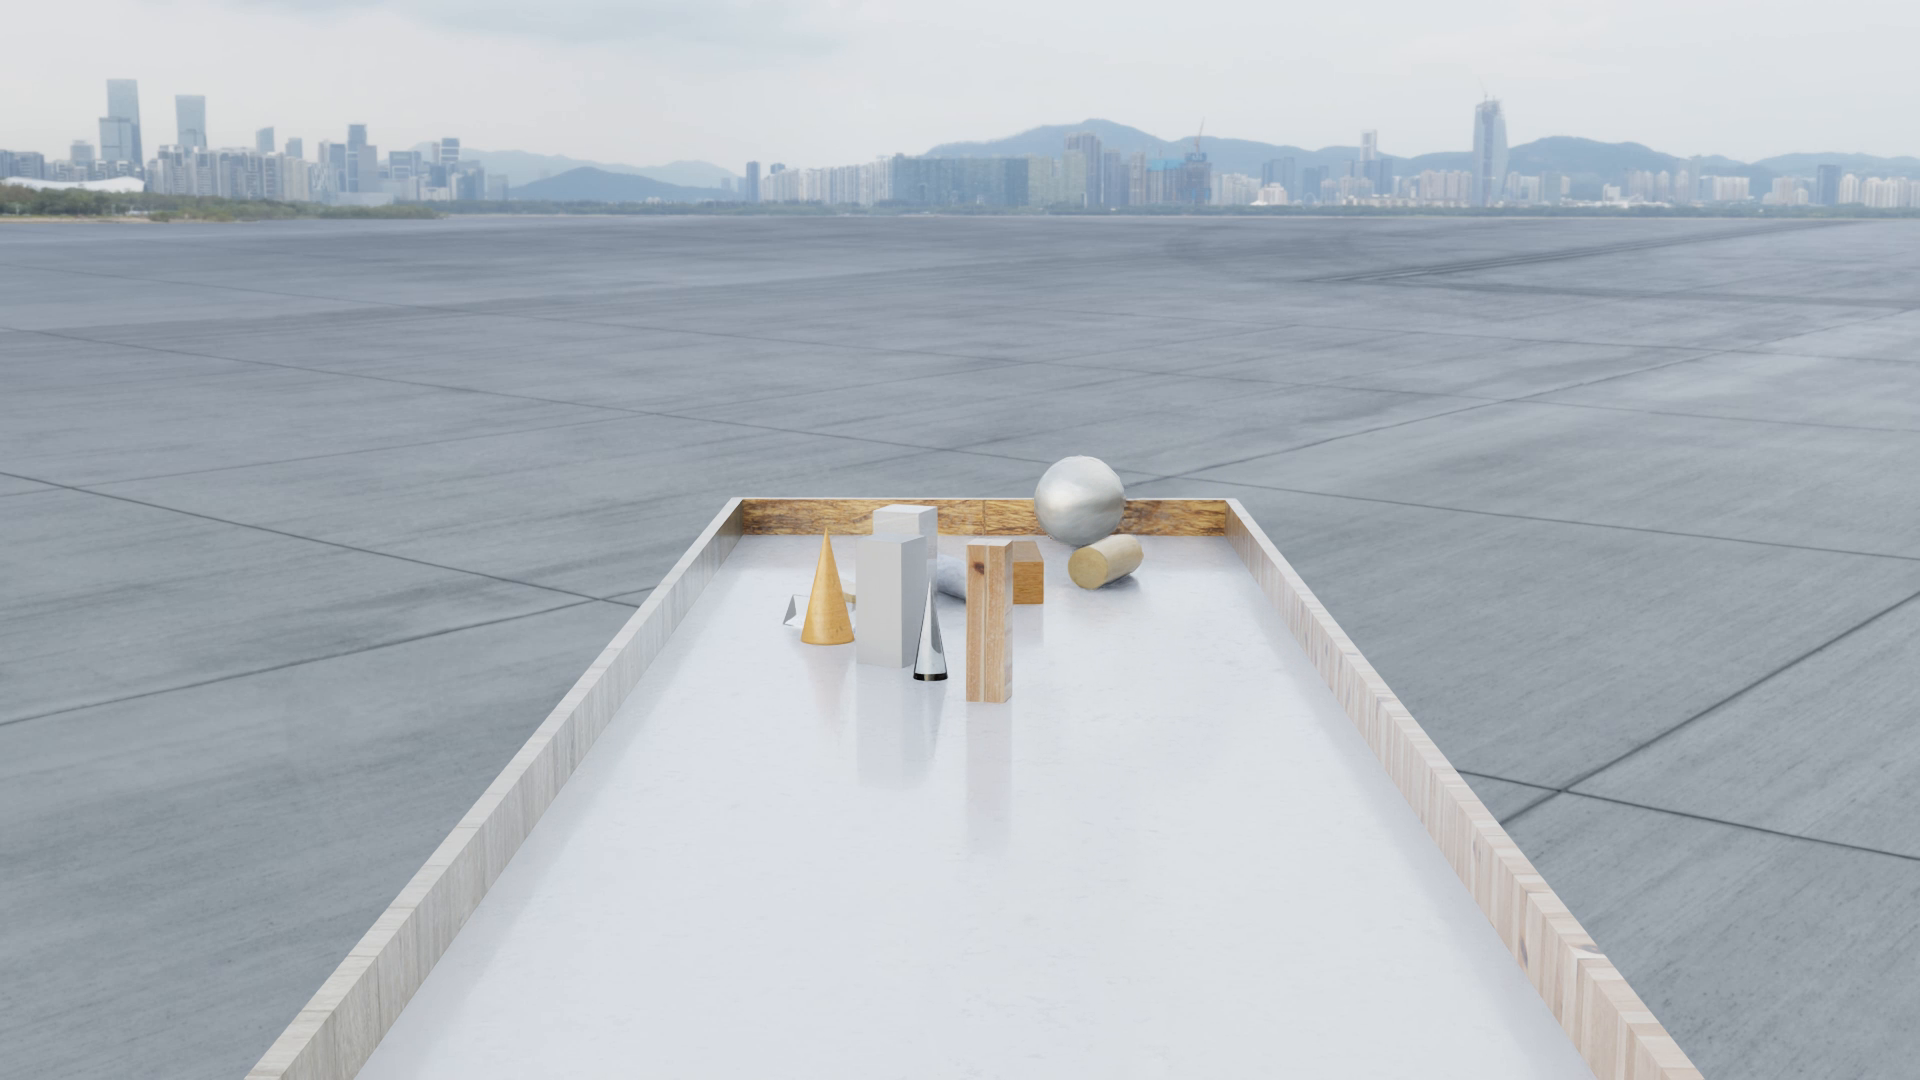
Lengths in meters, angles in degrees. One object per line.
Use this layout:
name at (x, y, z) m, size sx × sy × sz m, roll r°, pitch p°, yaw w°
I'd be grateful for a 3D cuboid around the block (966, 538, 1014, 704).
block at (0.083, 0.226, 6.164) m, size 0.110 × 0.445 × 0.110 m, roll 2°, pitch 9°, yaw 13°

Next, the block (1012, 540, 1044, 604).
block at (0.207, 0.113, 7.819) m, size 0.149 × 0.149 × 0.458 m, roll 0°, pitch 9°, yaw -2°

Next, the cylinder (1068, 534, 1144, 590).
cylinder at (0.534, 0.077, 8.039) m, size 0.152 × 0.152 × 0.356 m, roll 4°, pitch 10°, yaw 25°

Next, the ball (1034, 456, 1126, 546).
ball at (0.483, -0.159, 8.850) m, size 0.363 × 0.363 × 0.363 m, roll 0°, pitch 9°, yaw 0°

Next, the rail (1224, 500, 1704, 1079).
rail at (1.046, 0.843, 3.208) m, size 0.050 × 0.150 × 12.000 m, roll 0°, pitch 9°, yaw 1°

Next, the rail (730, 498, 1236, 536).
rail at (0.099, -0.098, 9.147) m, size 2.100 × 0.150 × 0.050 m, roll 0°, pitch 9°, yaw 1°

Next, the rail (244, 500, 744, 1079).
rail at (-1.004, 0.839, 3.234) m, size 0.050 × 0.150 × 12.000 m, roll 0°, pitch 9°, yaw 1°

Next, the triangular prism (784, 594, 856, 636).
triangular prism at (-0.395, 0.244, 7.162) m, size 0.393 × 0.092 × 0.106 m, roll 7°, pitch 12°, yaw 37°

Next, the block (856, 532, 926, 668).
block at (-0.207, 0.180, 6.656) m, size 0.158 × 0.381 × 0.158 m, roll 5°, pitch 10°, yaw 27°

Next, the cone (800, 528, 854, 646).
cone at (-0.422, 0.138, 6.973) m, size 0.174 × 0.365 × 0.174 m, roll 0°, pitch 9°, yaw 0°

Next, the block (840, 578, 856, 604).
block at (-0.380, 0.206, 7.389) m, size 0.101 × 0.101 × 0.308 m, roll -5°, pitch 10°, yaw -27°

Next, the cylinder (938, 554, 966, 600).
cylinder at (0.003, 0.137, 7.732) m, size 0.130 × 0.130 × 0.331 m, roll -5°, pitch 10°, yaw -28°

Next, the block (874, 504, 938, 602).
block at (-0.188, 0.056, 7.598) m, size 0.169 × 0.332 × 0.169 m, roll 3°, pitch 10°, yaw 21°

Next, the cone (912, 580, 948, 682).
cone at (-0.087, 0.254, 6.439) m, size 0.105 × 0.302 × 0.105 m, roll 0°, pitch 9°, yaw 0°
